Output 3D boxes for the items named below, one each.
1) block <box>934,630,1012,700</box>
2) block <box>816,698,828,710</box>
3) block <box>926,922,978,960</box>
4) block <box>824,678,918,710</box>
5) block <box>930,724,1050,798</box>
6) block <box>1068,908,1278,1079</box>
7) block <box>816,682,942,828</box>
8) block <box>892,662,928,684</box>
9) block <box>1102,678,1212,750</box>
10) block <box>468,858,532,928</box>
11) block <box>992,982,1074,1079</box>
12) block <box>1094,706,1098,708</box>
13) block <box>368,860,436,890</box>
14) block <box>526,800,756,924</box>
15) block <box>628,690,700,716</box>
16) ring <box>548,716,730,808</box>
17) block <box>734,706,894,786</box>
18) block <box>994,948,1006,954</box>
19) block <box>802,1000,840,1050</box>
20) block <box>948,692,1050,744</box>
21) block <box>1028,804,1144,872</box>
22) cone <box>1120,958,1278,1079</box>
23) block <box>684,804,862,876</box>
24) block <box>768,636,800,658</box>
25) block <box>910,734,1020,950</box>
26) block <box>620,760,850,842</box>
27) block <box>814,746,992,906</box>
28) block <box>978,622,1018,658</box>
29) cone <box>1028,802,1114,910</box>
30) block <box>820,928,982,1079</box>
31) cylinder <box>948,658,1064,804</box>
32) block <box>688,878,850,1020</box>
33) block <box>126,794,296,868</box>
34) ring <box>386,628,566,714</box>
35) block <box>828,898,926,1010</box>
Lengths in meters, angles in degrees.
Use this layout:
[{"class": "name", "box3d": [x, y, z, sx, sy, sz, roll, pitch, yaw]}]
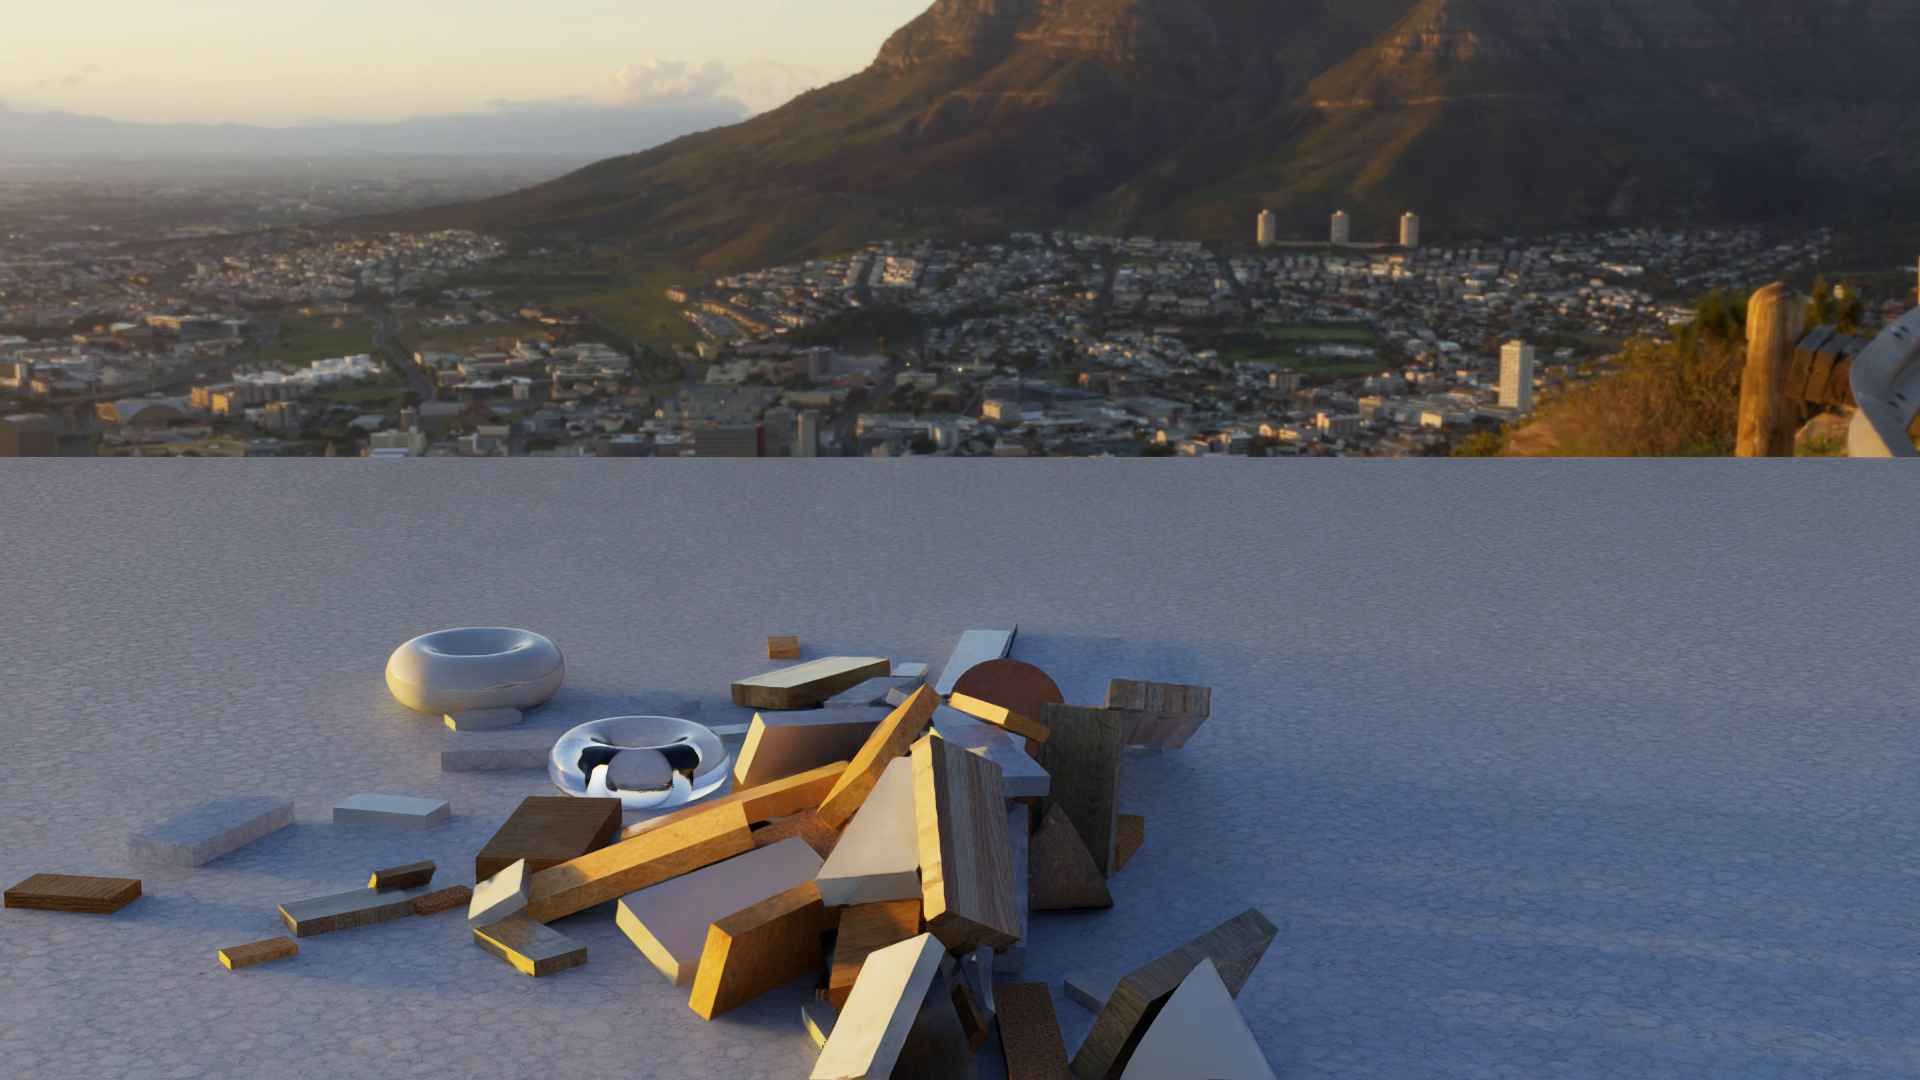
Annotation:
[{"class": "block", "box3d": [0.032, 0.291, 5.048, 0.109, 0.031, 0.625, 1, 11, 7]}, {"class": "block", "box3d": [-0.253, 0.366, 4.832, 0.110, 0.016, 0.055, 3, 11, 18]}, {"class": "block", "box3d": [-0.015, 0.566, 3.288, 0.080, 0.023, 0.160, -30, 28, 16]}, {"class": "block", "box3d": [-0.188, 0.332, 4.669, 0.109, 0.031, 0.219, -2, 9, 27]}, {"class": "block", "box3d": [0.046, 0.359, 3.591, 0.120, 0.034, 0.239, 1, 15, -21]}, {"class": "block", "box3d": [0.295, 0.624, 3.003, 0.048, 0.170, 0.340, 40, 29, 26]}, {"class": "block", "box3d": [-0.135, 0.367, 3.770, 0.144, 0.041, 0.287, -43, 6, 33]}, {"class": "block", "box3d": [-0.117, 0.310, 5.127, 0.063, 0.018, 0.125, 2, 11, 8]}, {"class": "block", "box3d": [0.353, 0.330, 4.108, 0.171, 0.048, 0.742, 5, -10, 3]}, {"class": "block", "box3d": [-0.741, 0.573, 3.550, 0.092, 0.026, 0.194, -30, 11, -4]}, {"class": "block", "box3d": [0.102, 0.703, 2.996, 0.082, 0.023, 0.467, -1, 11, -4]}, {"class": "block", "box3d": [0.235, 0.393, 4.585, 0.184, 0.026, 0.092, -7, 31, -34]}, {"class": "block", "box3d": [-0.932, 0.564, 3.672, 0.104, 0.052, 0.015, -8, 53, -36]}, {"class": "block", "box3d": [-0.525, 0.527, 3.599, 0.376, 0.040, 0.140, -19, 13, -7]}, {"class": "block", "box3d": [-0.654, 0.358, 4.859, 0.147, 0.021, 0.073, 8, 13, 38]}, {"class": "ring", "box3d": [-0.618, 0.426, 4.236, 0.349, 0.116, 0.349, 1, 10, 0]}, {"class": "block", "box3d": [-0.261, 0.376, 4.027, 0.282, 0.141, 0.040, 0, 38, -33]}, {"class": "block", "box3d": [0.021, 0.553, 3.364, 0.080, 0.023, 0.217, 1, 30, -6]}, {"class": "block", "box3d": [-0.161, 0.687, 3.081, 0.082, 0.023, 0.165, -4, 11, -19]}, {"class": "block", "box3d": [0.065, 0.302, 3.737, 0.092, 0.026, 0.184, 28, -8, -30]}, {"class": "block", "box3d": [0.139, 0.521, 3.906, 0.341, 0.048, 0.171, 4, 11, 19]}, {"class": "cone", "box3d": [0.352, 0.694, 2.839, 0.220, 0.220, 0.220, 33, 23, 19]}, {"class": "block", "box3d": [-0.250, 0.515, 3.680, 0.400, 0.048, 0.168, -18, 23, -41]}, {"class": "block", "box3d": [-0.432, 0.262, 5.377, 0.073, 0.021, 0.147, -1, 11, -7]}, {"class": "block", "box3d": [0.007, 0.442, 3.236, 0.149, 0.298, 0.042, 28, -49, -35]}, {"class": "block", "box3d": [-0.386, 0.472, 3.854, 0.415, 0.040, 0.141, -16, 3, -10]}, {"class": "block", "box3d": [-0.078, 0.432, 3.343, 0.168, 0.048, 0.337, -9, 23, 25]}, {"class": "block", "box3d": [0.055, 0.296, 5.178, 0.092, 0.026, 0.840, 1, 11, 6]}, {"class": "cone", "box3d": [0.119, 0.560, 3.592, 0.192, 0.192, 0.192, -29, 15, -6]}, {"class": "block", "box3d": [-0.076, 0.660, 2.949, 0.149, 0.042, 0.634, -15, 17, -6]}, {"class": "cylinder", "box3d": [0.077, 0.366, 4.052, 0.213, 0.213, 0.213, 3, 55, -4]}, {"class": "block", "box3d": [-0.273, 0.593, 3.243, 0.041, 0.144, 0.287, 29, 24, 28]}, {"class": "block", "box3d": [-1.340, 0.519, 3.945, 0.139, 0.040, 0.279, 4, 11, 20]}, {"class": "ring", "box3d": [-1.083, 0.292, 4.924, 0.395, 0.132, 0.395, 1, 12, 0]}, {"class": "block", "box3d": [-0.114, 0.578, 3.106, 0.120, 0.034, 0.239, -12, 17, 5]}]
